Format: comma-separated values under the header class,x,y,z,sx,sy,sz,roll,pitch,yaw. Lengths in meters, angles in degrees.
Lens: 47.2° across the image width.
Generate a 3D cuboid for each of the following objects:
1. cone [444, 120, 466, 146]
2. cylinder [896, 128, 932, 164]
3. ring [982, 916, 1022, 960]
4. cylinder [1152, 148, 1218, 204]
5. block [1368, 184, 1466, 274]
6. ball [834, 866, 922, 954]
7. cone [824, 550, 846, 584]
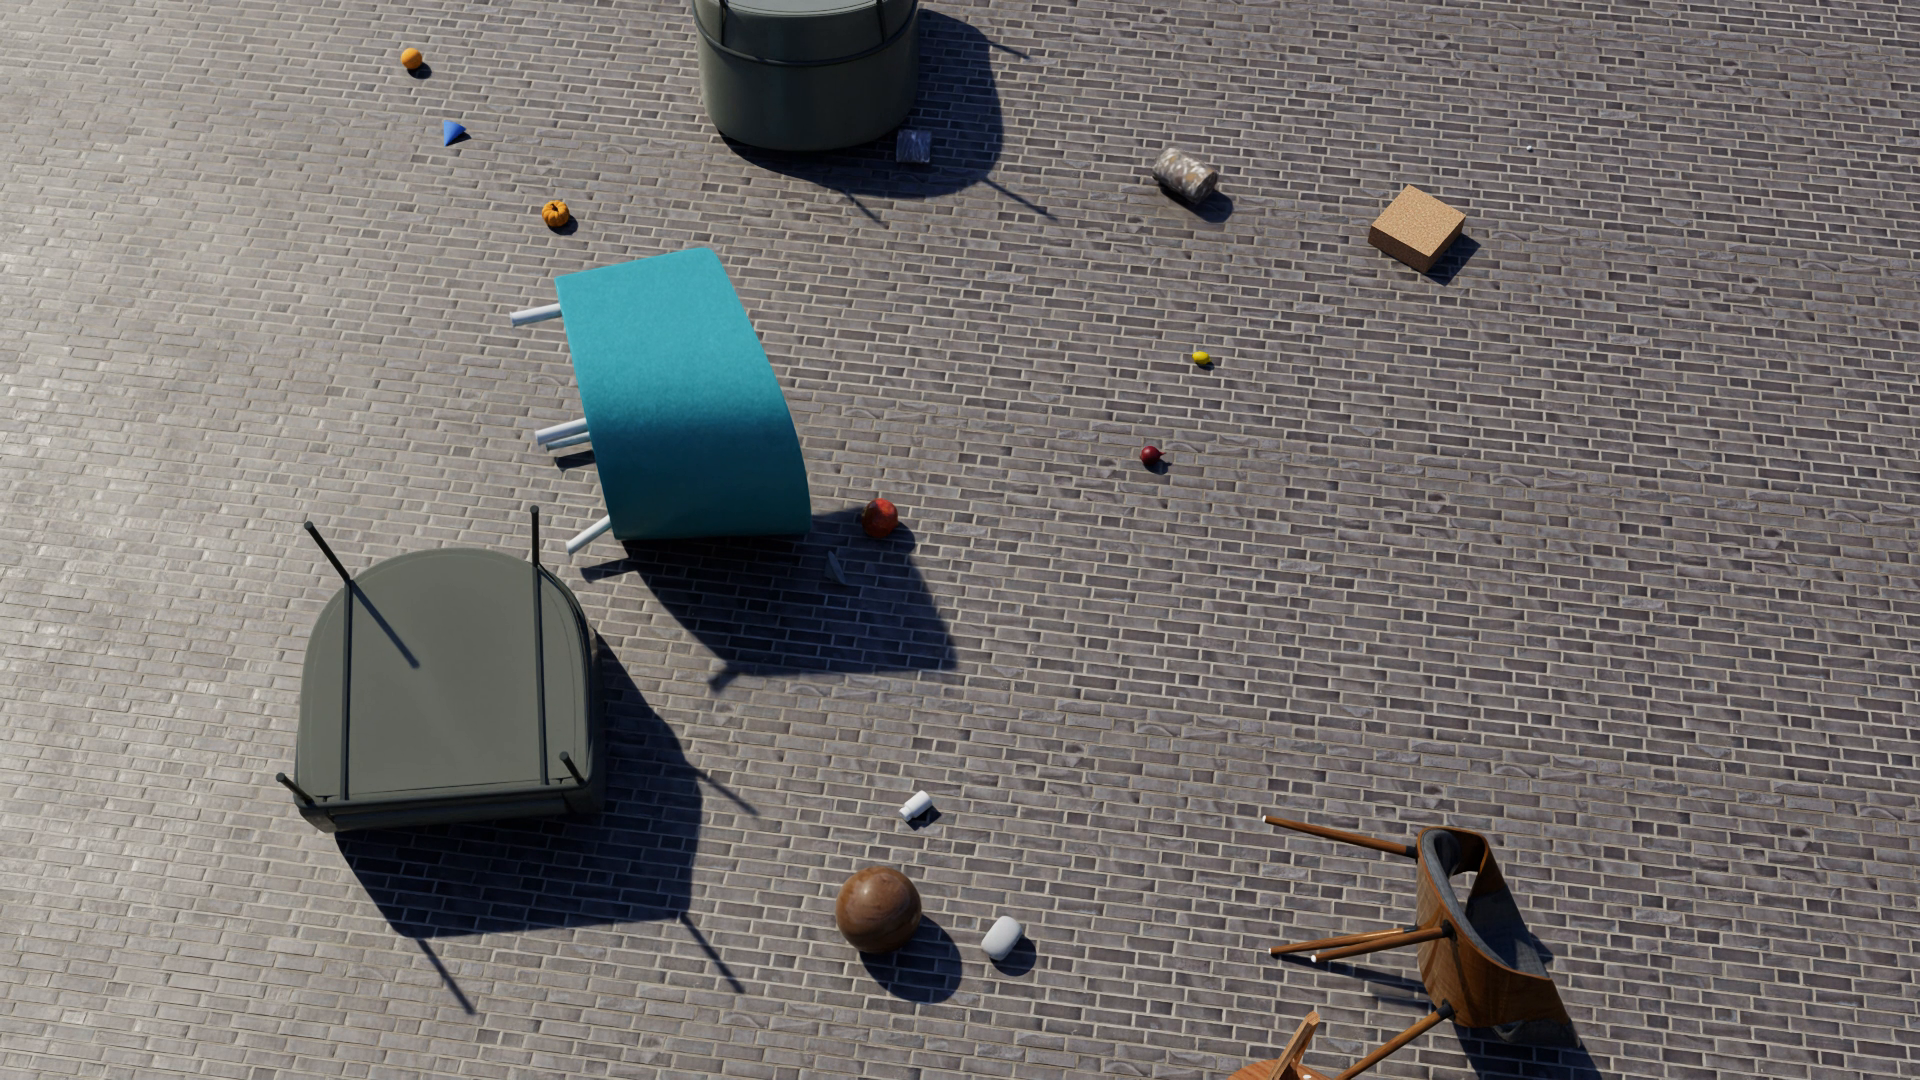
class,x,y,z,sx,sy,sz,roll,pitch,yaw
cone,-1.736,-1.374,7.482,0.085,0.049,0.086,18,74,10
cylinder,-0.154,-1.328,7.416,0.111,0.080,0.121,4,64,3
ring,0.111,1.053,5.818,0.074,0.083,0.121,36,65,11
cylinder,0.748,-1.212,7.318,0.172,0.113,0.134,36,49,22
block,1.497,-1.020,7.208,0.220,0.084,0.229,33,62,20
ball,-0.214,0.973,5.782,0.230,0.230,0.230,0,56,0
cone,-0.384,0.093,6.495,0.050,0.062,0.121,-33,58,16
